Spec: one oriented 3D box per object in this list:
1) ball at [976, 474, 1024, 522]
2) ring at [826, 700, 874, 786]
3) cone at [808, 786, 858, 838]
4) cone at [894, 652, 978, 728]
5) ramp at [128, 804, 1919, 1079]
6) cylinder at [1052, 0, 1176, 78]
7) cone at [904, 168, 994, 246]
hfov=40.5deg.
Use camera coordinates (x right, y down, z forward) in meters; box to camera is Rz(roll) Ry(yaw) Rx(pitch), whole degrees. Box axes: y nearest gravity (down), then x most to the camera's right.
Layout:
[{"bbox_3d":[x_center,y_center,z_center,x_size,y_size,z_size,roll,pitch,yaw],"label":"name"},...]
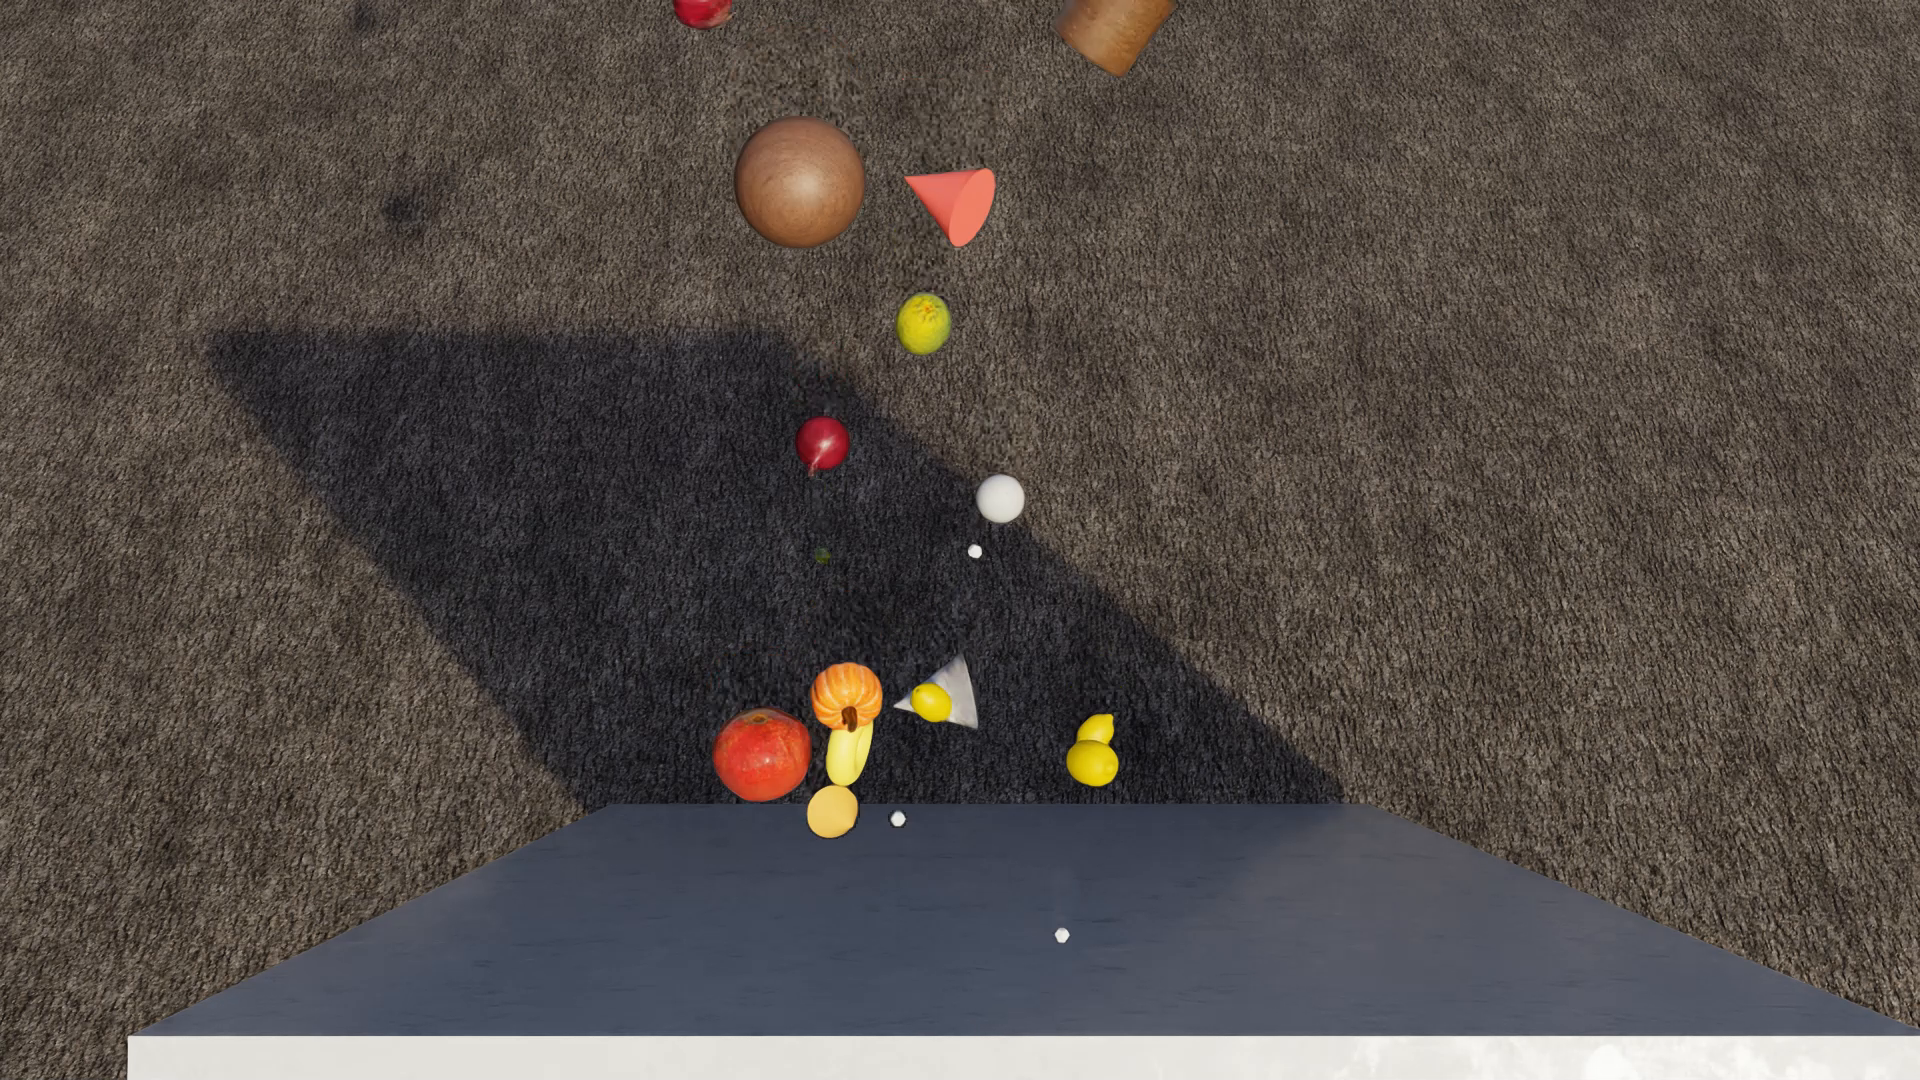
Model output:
[{"bbox_3d":[0.042,-0.043,2.700,0.051,0.051,0.051,0,36,0],"label":"ball"},{"bbox_3d":[-0.127,0.234,2.991,0.033,0.100,0.100,9,37,17],"label":"ring"},{"bbox_3d":[-0.134,0.318,2.961,0.063,0.063,0.063,-16,16,-21],"label":"cone"},{"bbox_3d":[-0.033,0.181,2.960,0.090,0.090,0.090,-11,37,-5],"label":"cone"},{"bbox_3d":[0.079,0.673,4.873,2.000,0.100,4.000,0,-2,0],"label":"ramp"},{"bbox_3d":[0.150,-0.513,2.536,0.088,0.088,0.088,33,18,-12],"label":"cylinder"},{"bbox_3d":[-0.021,-0.322,2.409,0.077,0.077,0.077,27,43,21],"label":"cone"}]
